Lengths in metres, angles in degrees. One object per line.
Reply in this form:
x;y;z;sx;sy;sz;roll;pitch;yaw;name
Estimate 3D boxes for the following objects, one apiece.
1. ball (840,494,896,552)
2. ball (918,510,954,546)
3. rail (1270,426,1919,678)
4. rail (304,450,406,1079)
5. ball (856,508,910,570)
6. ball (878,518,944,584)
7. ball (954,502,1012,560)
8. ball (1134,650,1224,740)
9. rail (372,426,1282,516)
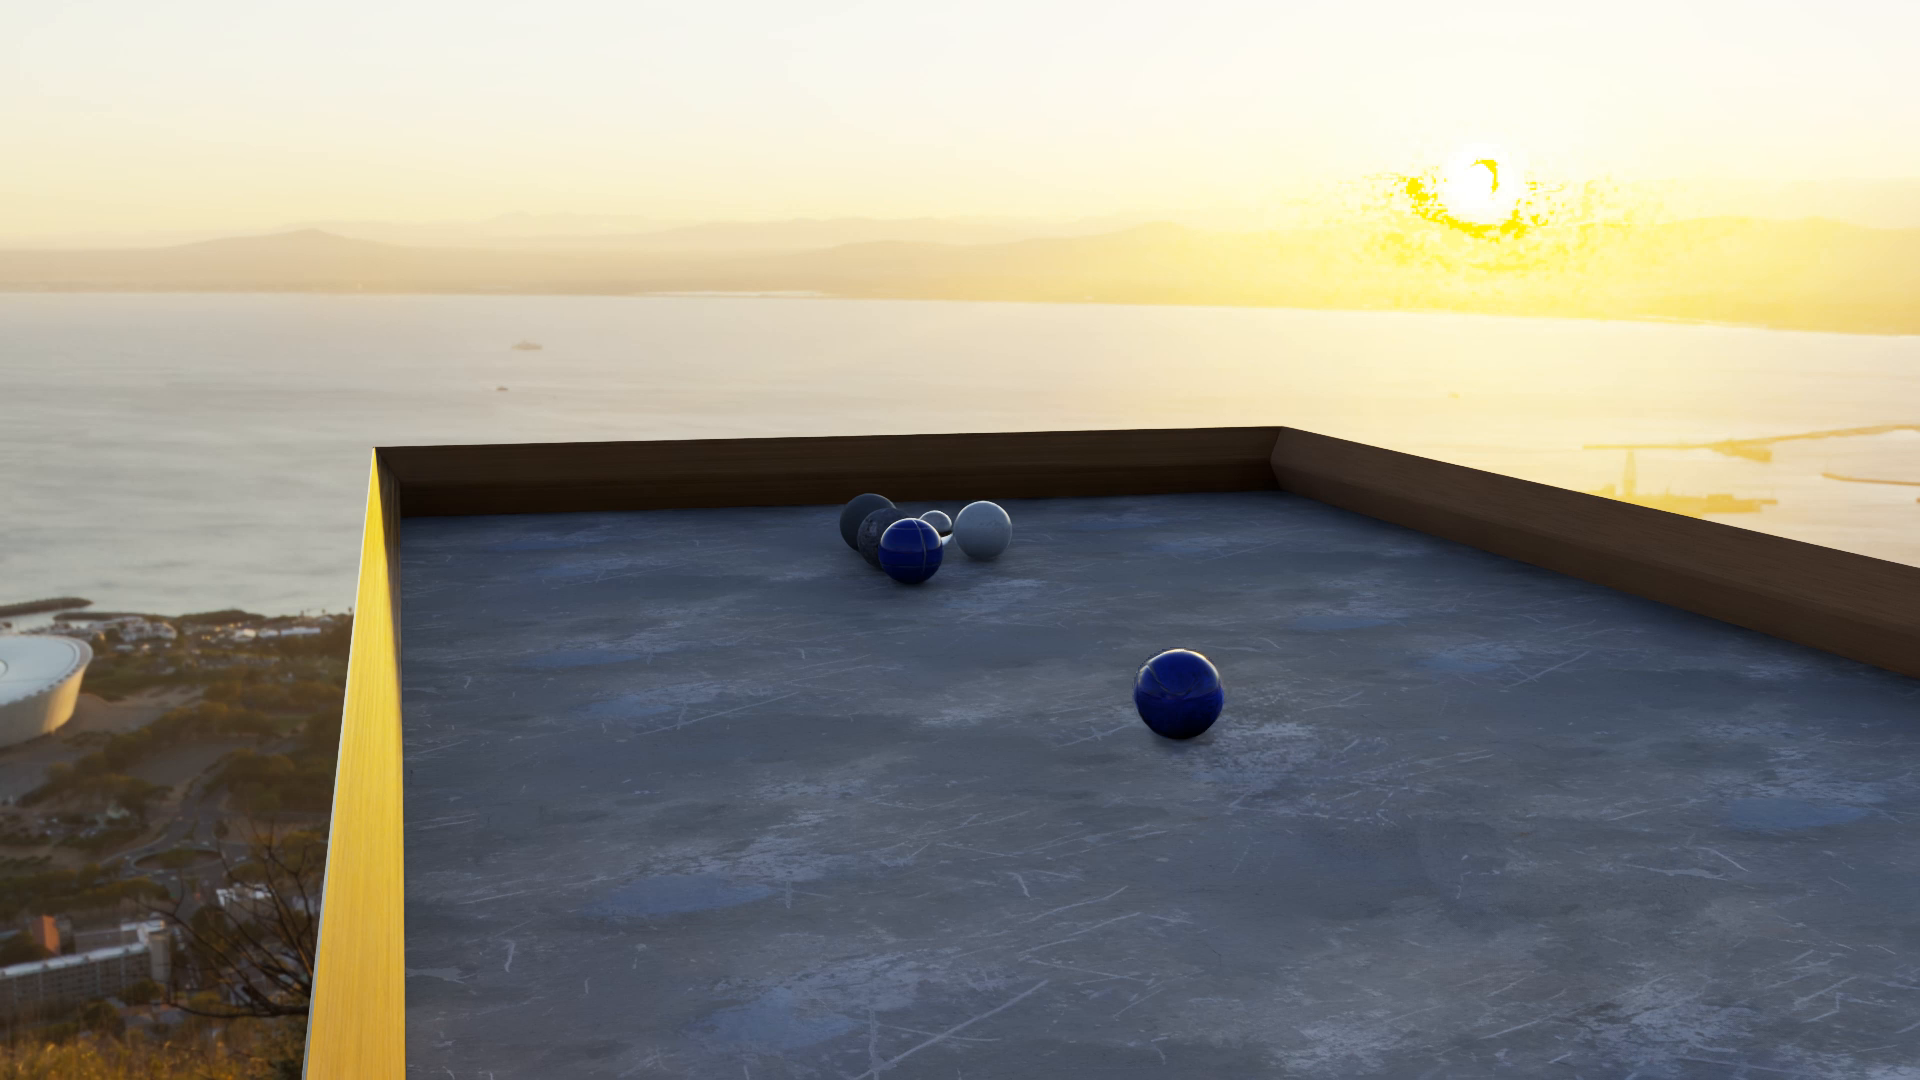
-0.146;-0.026;3.557;0.099;0.099;0.099;0;8;0;ball
-0.042;-0.017;3.623;0.062;0.062;0.062;0;8;0;ball
1.043;0.066;2.798;0.045;0.128;3.388;-2;8;-14;rail
-0.627;0.125;2.380;0.045;0.128;3.388;-2;8;-14;rail
-0.111;-0.002;3.393;0.096;0.096;0.096;0;8;0;ball
-0.073;0.017;3.258;0.098;0.098;0.098;0;8;0;ball
0.036;-0.015;3.494;0.094;0.094;0.094;0;8;0;ball
0.226;0.160;2.270;0.093;0.093;0.093;0;8;0;ball
-0.202;-0.132;4.192;1.770;0.128;0.045;-2;8;-14;rail
